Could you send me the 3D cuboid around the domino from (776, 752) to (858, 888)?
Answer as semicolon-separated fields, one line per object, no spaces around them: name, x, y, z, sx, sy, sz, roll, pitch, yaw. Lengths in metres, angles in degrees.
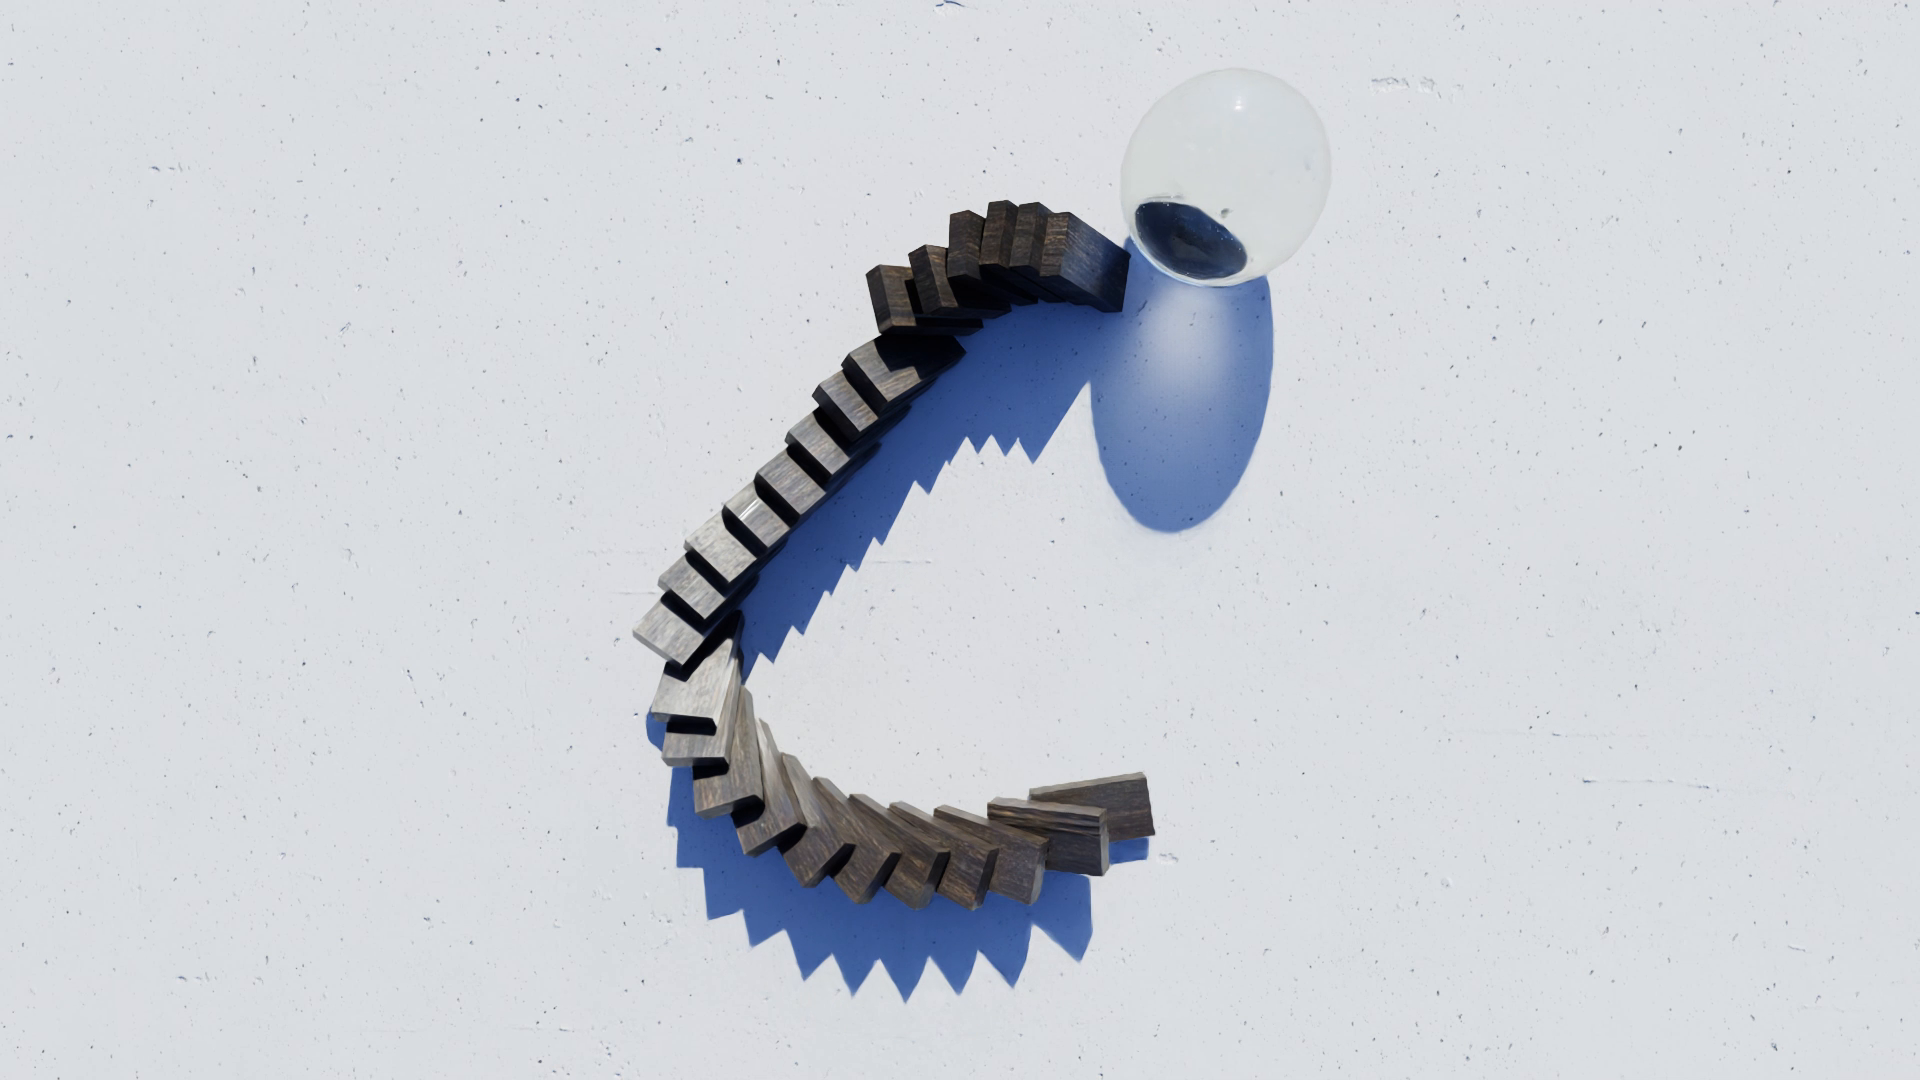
domino;-0.067;0.116;0.382;0.025;0.010;0.050;-46;57;1

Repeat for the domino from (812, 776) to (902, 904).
domino;-0.050;0.125;0.382;0.050;0.010;0.025;34;90;33

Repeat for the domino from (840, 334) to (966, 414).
domino;-0.023;-0.075;0.382;0.025;0.009;0.050;51;54;0

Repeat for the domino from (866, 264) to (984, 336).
domino;-0.014;-0.099;0.379;0.050;0.010;0.025;-11;86;-42

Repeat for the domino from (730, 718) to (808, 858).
domino;-0.085;0.103;0.383;0.025;0.009;0.050;-31;59;0

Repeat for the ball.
ball;0.103;-0.141;0.360;0.080;0.080;0.080;0;90;0

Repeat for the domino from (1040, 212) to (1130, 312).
domino;0.052;-0.113;0.378;0.010;0.050;0.025;9;90;39

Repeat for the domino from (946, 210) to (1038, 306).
domino;0.015;-0.115;0.378;0.010;0.050;0.025;3;90;39

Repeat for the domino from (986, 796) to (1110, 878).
domino;0.036;0.123;0.383;0.050;0.010;0.025;-2;93;28

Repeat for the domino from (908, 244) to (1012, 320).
domino;0.001;-0.105;0.377;0.009;0.050;0.025;-15;90;37

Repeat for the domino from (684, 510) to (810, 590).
domino;-0.088;-0.005;0.383;0.025;0.009;0.050;43;60;2

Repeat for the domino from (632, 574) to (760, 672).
domino;-0.110;0.027;0.383;0.025;0.009;0.050;35;59;2

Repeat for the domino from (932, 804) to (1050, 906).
domino;0.011;0.131;0.384;0.050;0.009;0.025;10;90;28

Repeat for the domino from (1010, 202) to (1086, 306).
domino;0.040;-0.117;0.377;0.010;0.050;0.025;9;89;39

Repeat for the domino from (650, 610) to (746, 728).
domino;-0.108;0.052;0.381;0.025;0.010;0.050;5;55;2

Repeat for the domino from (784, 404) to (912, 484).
domino;-0.046;-0.049;0.384;0.025;0.009;0.050;45;61;0

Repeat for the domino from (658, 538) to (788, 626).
domino;-0.099;0.009;0.383;0.025;0.009;0.050;42;60;0

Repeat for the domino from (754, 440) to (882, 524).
domino;-0.059;-0.032;0.383;0.025;0.010;0.050;45;60;0

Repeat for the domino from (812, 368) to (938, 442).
domino;-0.035;-0.064;0.381;0.025;0.009;0.050;49;54;0

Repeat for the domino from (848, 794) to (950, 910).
domino;-0.030;0.129;0.382;0.050;0.010;0.025;22;90;34

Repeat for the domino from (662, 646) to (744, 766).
domino;-0.106;0.069;0.382;0.025;0.009;0.050;-1;55;0

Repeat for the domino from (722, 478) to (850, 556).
domino;-0.072;-0.019;0.383;0.025;0.010;0.050;45;60;0

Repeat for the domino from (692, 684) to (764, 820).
domino;-0.098;0.088;0.381;0.025;0.009;0.050;-18;53;2

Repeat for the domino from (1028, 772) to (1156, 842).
domino;0.057;0.117;0.395;0.050;0.010;0.025;-9;90;0

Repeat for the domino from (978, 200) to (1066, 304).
domino;0.028;-0.118;0.378;0.010;0.050;0.025;9;90;39

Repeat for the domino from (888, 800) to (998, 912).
domino;-0.010;0.131;0.383;0.050;0.009;0.025;16;90;30
